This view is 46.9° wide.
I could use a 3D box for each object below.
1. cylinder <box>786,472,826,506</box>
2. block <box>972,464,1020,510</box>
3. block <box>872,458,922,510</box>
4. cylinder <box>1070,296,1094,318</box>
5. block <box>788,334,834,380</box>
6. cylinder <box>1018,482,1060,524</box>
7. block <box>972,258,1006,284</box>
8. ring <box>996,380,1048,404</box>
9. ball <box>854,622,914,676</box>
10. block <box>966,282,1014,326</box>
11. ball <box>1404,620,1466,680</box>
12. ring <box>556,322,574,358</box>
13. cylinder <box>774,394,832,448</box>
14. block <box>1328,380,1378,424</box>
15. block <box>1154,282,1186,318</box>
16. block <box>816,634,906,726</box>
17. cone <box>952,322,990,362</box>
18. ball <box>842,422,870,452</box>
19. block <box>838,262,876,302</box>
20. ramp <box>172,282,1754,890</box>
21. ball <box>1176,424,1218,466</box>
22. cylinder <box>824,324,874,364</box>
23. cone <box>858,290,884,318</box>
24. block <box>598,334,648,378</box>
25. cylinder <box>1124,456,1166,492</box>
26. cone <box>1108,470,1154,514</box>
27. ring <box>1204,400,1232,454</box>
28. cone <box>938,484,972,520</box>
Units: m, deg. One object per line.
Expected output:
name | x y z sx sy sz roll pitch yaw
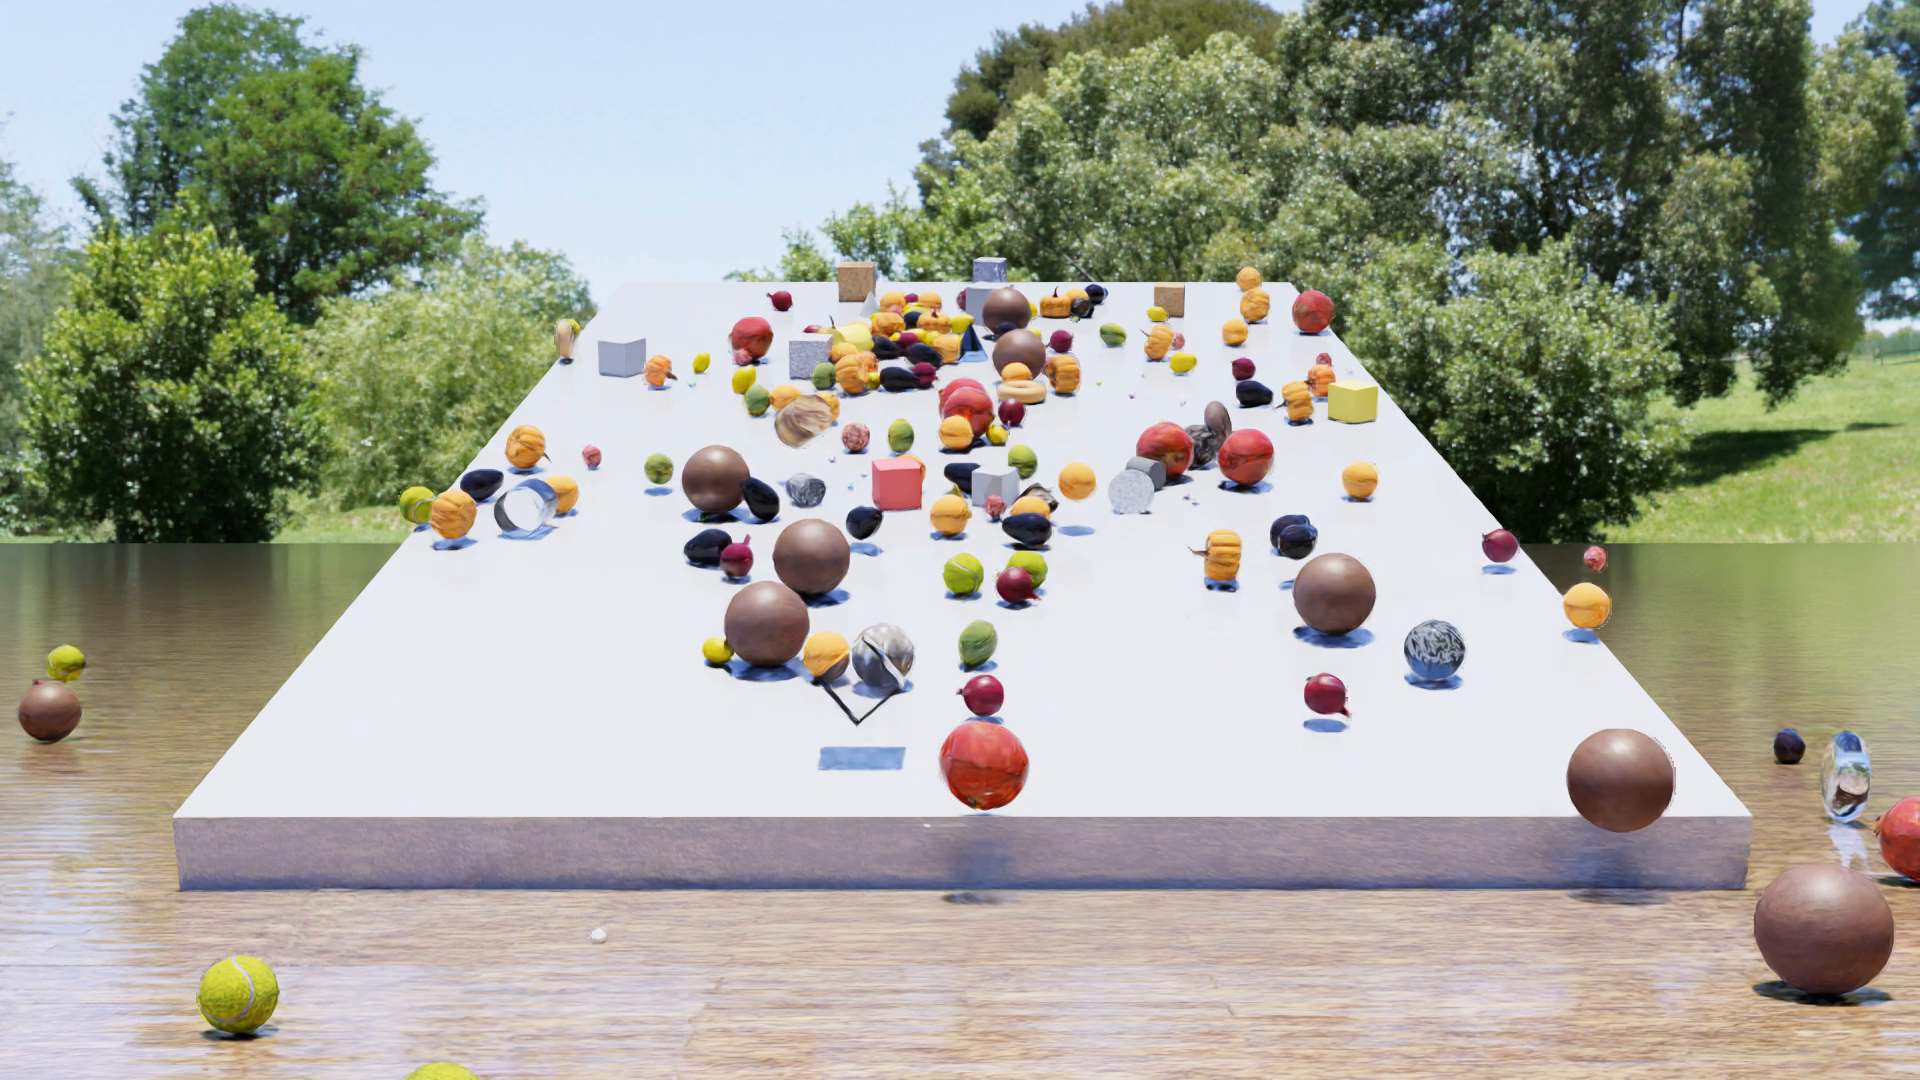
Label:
cylinder | -0.295 -0.098 4.226 0.055 0.055 0.055 0 13 -38
block | 0.068 -0.102 4.224 0.066 0.066 0.066 10 19 29
block | -0.121 -0.107 4.215 0.080 0.080 0.080 -3 17 -12
cylinder | 0.336 -0.640 6.087 0.053 0.053 0.053 0 20 -18
block | -0.358 -0.444 5.345 0.093 0.093 0.093 2 16 7
cylinder | 0.145 -0.070 4.096 0.054 0.054 0.054 46 16 16
block | 0.088 -0.788 6.540 0.082 0.082 0.082 5 17 15
ring | 0.142 -0.339 5.085 0.117 0.039 0.117 0 18 0
ball | -0.113 0.168 3.254 0.092 0.092 0.092 0 0 0
block | 0.081 -0.643 6.012 0.100 0.100 0.100 7 18 22
ball | 0.704 0.163 3.280 0.090 0.090 0.090 0 0 0
ring | -0.982 -0.498 5.500 0.031 0.094 0.094 -6 0 0
cylinder | -0.309 -0.234 4.352 0.083 0.083 0.083 0 -17 -33
block | 0.872 -0.307 4.906 0.077 0.077 0.077 -12 21 -36
block | 0.580 -0.667 6.127 0.082 0.082 0.082 2 16 8
block | -0.133 0.187 2.977 0.082 0.082 0.082 -40 3 3
cone | 0.026 -0.500 5.532 0.095 0.095 0.095 0 16 0
ball | -0.217 -0.216 4.621 0.061 0.061 0.061 0 0 0
block | -0.296 -0.743 6.354 0.099 0.099 0.099 1 16 2
ramp | -0.002 -0.164 4.730 2.000 0.100 4.000 0 16 0
ball | 0.485 -0.195 4.510 0.084 0.084 0.084 0 0 0
cylinder | -0.280 -0.487 5.495 0.090 0.090 0.090 0 12 44
cone | -0.246 -0.655 6.101 0.072 0.072 0.072 0 16 0
block | -0.820 -0.447 5.372 0.083 0.083 0.083 9 19 29
cylinder | 0.363 -0.130 4.334 0.059 0.059 0.059 16 11 43
cone | 0.325 -0.082 4.205 0.088 0.088 0.088 0 -10 4
ring | 0.538 -0.235 4.599 0.038 0.113 0.113 -11 -4 21
cone | -0.008 -0.077 4.137 0.066 0.066 0.066 0 16 0
